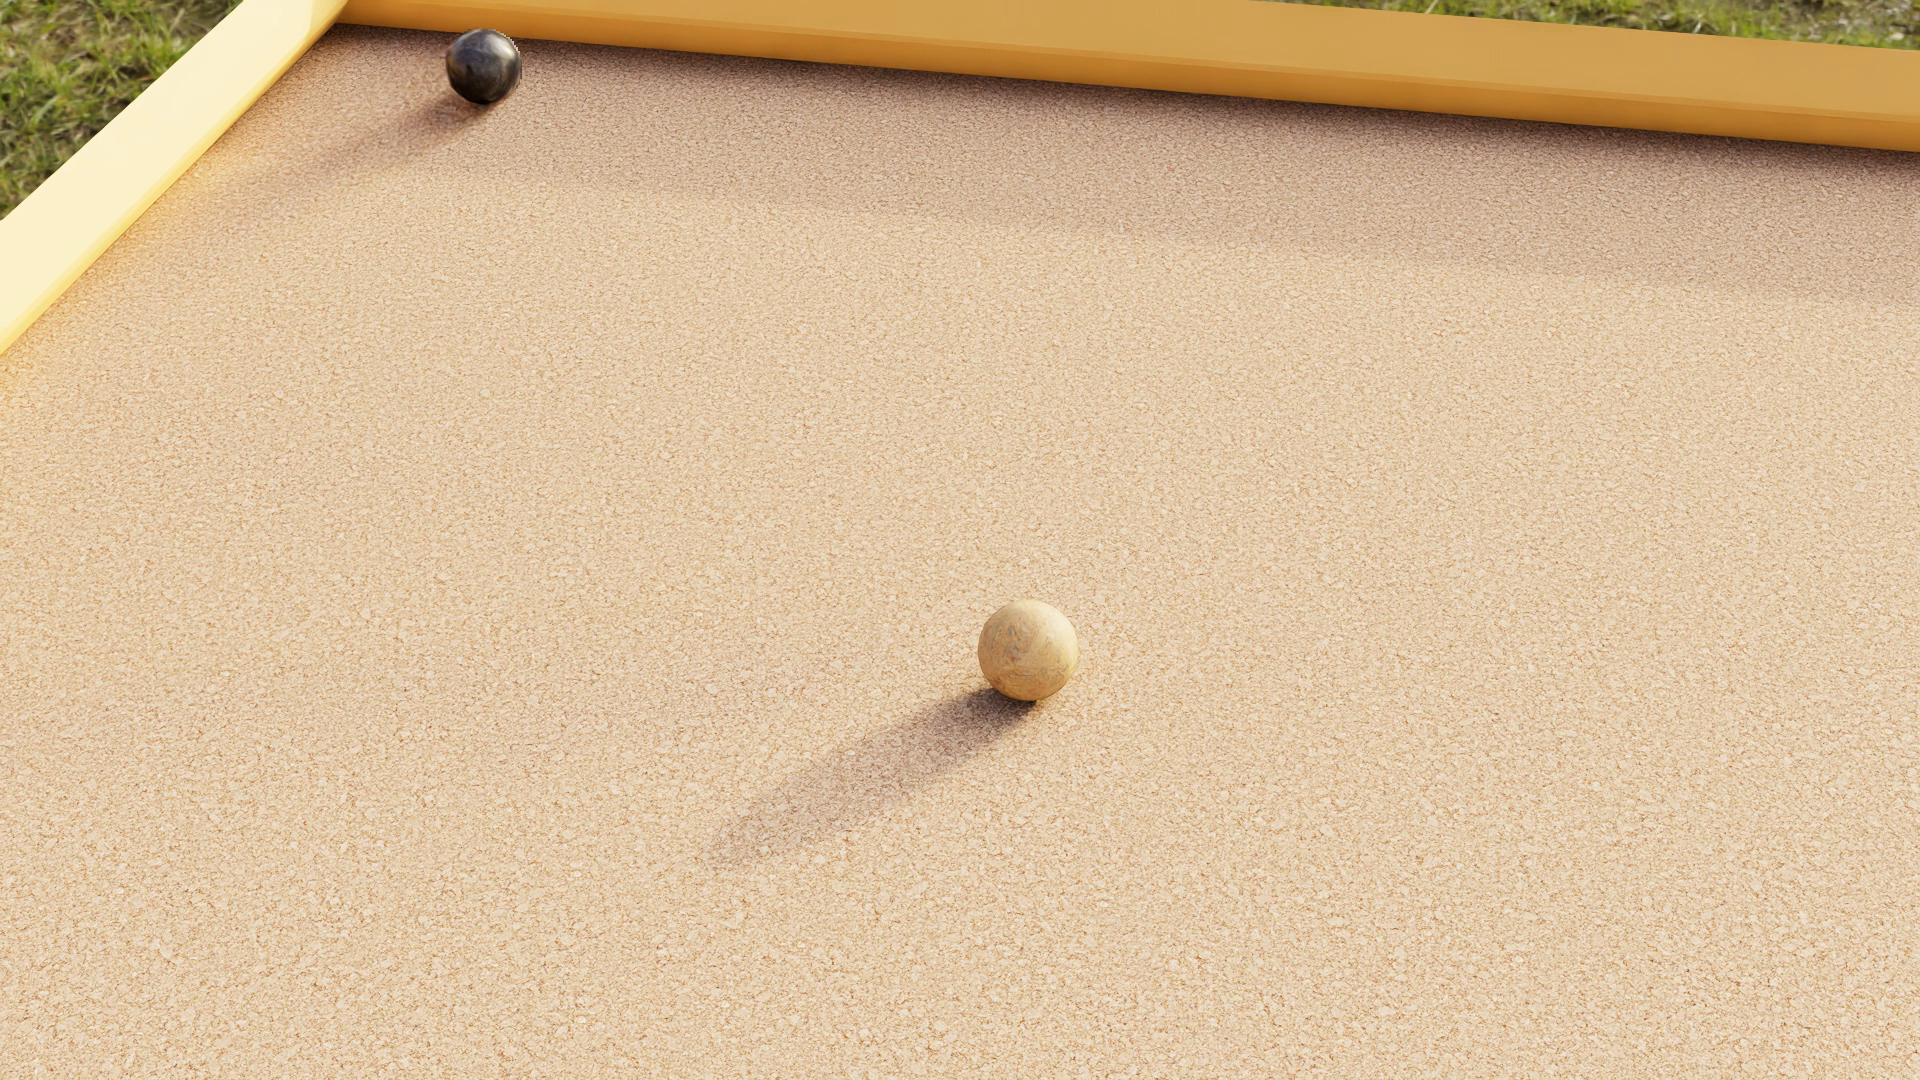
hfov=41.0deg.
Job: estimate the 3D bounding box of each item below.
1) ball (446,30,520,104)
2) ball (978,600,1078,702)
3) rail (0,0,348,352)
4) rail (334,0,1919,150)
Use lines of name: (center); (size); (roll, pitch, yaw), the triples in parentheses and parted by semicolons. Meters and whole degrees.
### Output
ball: (-0.493, -0.489, 2.652); (0.076, 0.076, 0.076); (0, 34, 0)
ball: (0.048, 0.078, 1.823); (0.072, 0.072, 0.072); (0, 34, 0)
rail: (-0.850, -0.107, 2.065); (0.045, 0.105, 1.845); (6, 35, 9)
rail: (1.048, -0.411, 2.511); (3.562, 0.105, 0.045); (6, 35, 9)
